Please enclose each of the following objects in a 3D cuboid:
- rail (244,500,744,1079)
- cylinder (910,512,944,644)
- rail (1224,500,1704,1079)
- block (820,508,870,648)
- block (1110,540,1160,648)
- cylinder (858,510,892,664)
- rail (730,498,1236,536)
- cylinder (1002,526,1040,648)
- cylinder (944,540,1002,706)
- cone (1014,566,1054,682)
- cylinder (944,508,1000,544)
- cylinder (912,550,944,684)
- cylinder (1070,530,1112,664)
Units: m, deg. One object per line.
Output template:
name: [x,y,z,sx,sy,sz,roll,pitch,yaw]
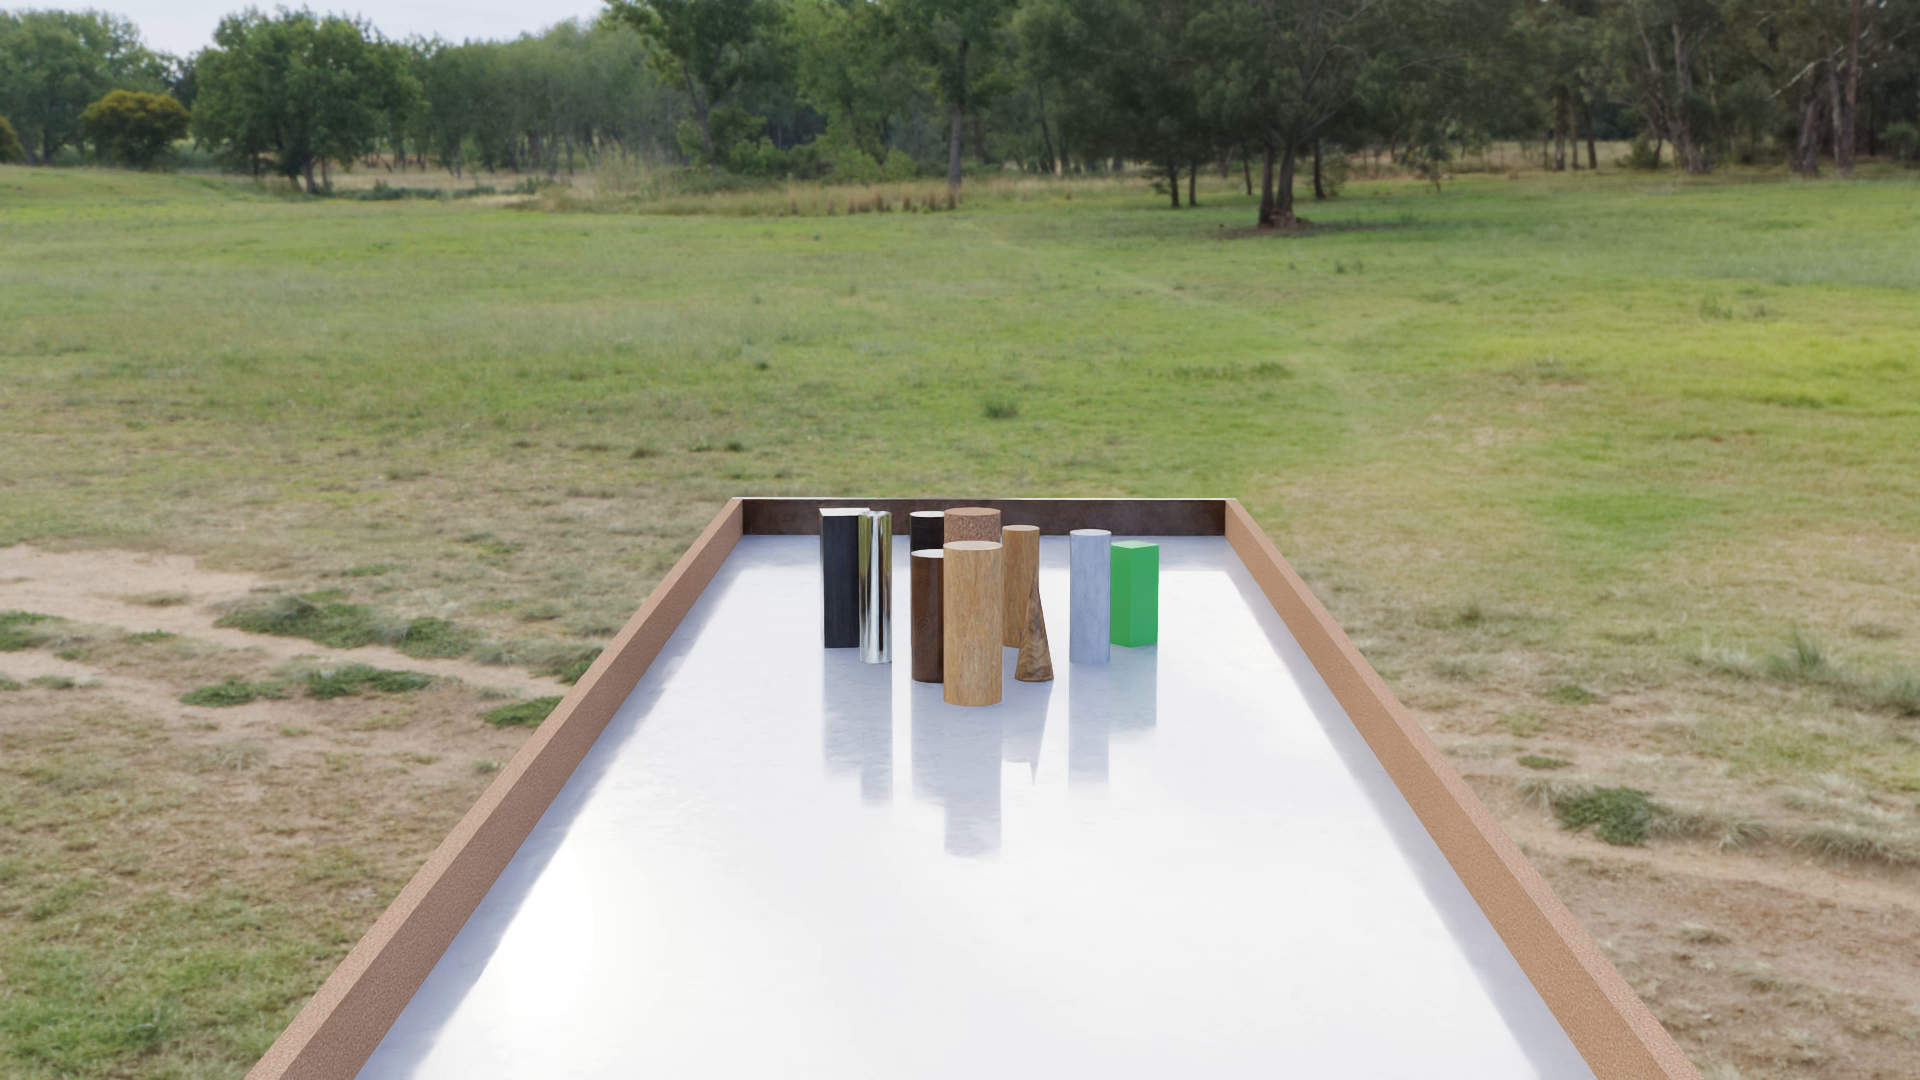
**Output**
rail: [-1.004,0.839,3.234,0.050,0.150,12.000,0,9,1]
cylinder: [-0.094,0.123,6.919,0.127,0.412,0.127,0,9,0]
rail: [1.046,0.843,3.208,0.050,0.150,12.000,0,9,1]
block: [-0.357,0.118,6.925,0.156,0.419,0.156,-1,9,-8]
block: [0.542,0.169,6.940,0.120,0.314,0.120,-7,11,-38]
cylinder: [-0.256,0.144,6.654,0.100,0.454,0.100,0,9,0]
rail: [0.099,-0.098,9.147,2.100,0.150,0.050,0,9,1]
cylinder: [0.190,0.145,6.907,0.117,0.371,0.117,0,9,0]
cylinder: [0.036,0.232,6.146,0.166,0.439,0.166,0,9,0]
cone: [0.218,0.239,6.429,0.117,0.336,0.117,0,9,0]
cylinder: [0.037,0.138,6.689,0.171,0.454,0.171,0,9,0]
cylinder: [-0.069,0.222,6.430,0.148,0.370,0.148,0,9,0]
cylinder: [0.394,0.172,6.661,0.124,0.395,0.124,0,9,0]
